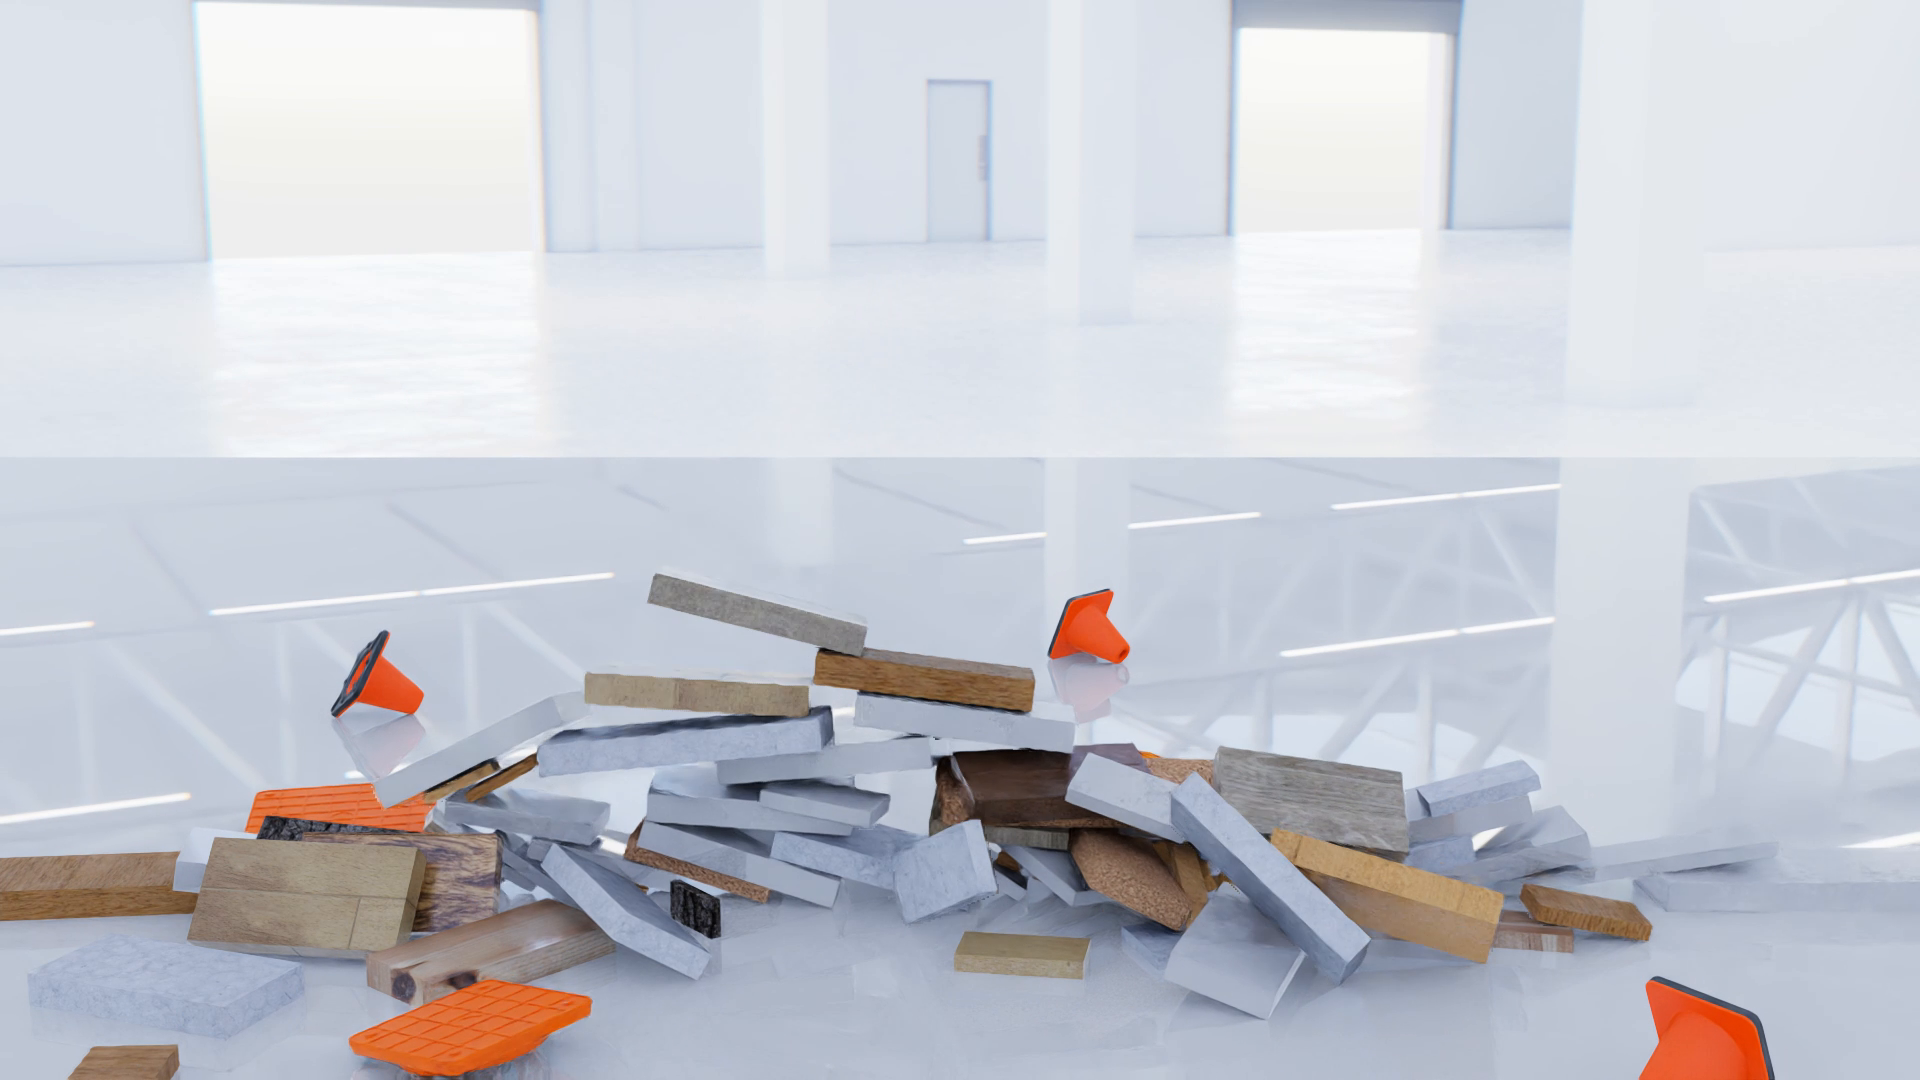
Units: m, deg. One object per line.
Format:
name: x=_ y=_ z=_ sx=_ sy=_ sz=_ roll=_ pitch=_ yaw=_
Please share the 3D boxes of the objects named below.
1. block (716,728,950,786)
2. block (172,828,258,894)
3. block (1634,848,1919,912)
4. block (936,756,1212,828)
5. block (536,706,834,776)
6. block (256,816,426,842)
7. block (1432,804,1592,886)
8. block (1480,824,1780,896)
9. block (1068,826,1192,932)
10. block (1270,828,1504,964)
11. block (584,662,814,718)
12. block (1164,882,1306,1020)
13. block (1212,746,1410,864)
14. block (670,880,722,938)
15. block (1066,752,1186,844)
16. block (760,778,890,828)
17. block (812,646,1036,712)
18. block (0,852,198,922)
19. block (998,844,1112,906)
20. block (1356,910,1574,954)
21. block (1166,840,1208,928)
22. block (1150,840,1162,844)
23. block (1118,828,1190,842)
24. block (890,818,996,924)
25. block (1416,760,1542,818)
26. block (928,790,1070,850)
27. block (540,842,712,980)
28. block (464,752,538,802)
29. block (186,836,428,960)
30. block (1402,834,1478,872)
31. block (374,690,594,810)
block: x=-0.208 y=0.352 z=3.640 sx=0.355 sy=0.050 sz=0.178 roll=-5 pitch=3 yaw=10
block: x=-1.096 y=0.543 z=3.621 sx=0.350 sy=0.050 sz=0.175 roll=8 pitch=9 yaw=-12
block: x=1.607 y=0.565 z=3.669 sx=0.914 sy=0.049 sz=0.175 roll=0 pitch=11 yaw=-1
block: x=0.210 y=0.414 z=3.622 sx=0.489 sy=0.044 sz=0.154 roll=1 pitch=23 yaw=-6
block: x=-0.444 y=0.327 z=3.594 sx=0.456 sy=0.050 sz=0.178 roll=-6 pitch=3 yaw=4
block: x=-0.993 y=0.514 z=3.614 sx=0.311 sy=0.044 sz=0.155 roll=8 pitch=9 yaw=-12
block: x=0.876 y=0.524 z=3.667 sx=0.311 sy=0.044 sz=0.156 roll=-15 pitch=10 yaw=2
block: x=1.081 y=0.538 z=3.664 sx=0.539 sy=0.026 sz=0.092 roll=-8 pitch=11 yaw=1
block: x=0.251 y=0.510 z=3.643 sx=0.161 sy=0.046 sz=0.510 roll=28 pitch=5 yaw=-10
block: x=0.640 y=0.541 z=3.342 sx=0.349 sy=0.049 sz=0.175 roll=15 pitch=-26 yaw=15
block: x=-0.424 y=0.244 z=3.606 sx=0.357 sy=0.051 sz=0.179 roll=4 pitch=2 yaw=-2
block: x=0.428 y=0.613 z=3.310 sx=0.161 sy=0.046 sz=0.321 roll=19 pitch=16 yaw=16
block: x=0.566 y=0.431 z=3.562 sx=0.309 sy=0.044 sz=0.154 roll=8 pitch=51 yaw=-6
block: x=-0.422 y=0.588 z=3.509 sx=0.017 sy=0.062 sz=0.123 roll=-8 pitch=13 yaw=-38
block: x=0.275 y=0.406 z=3.465 sx=0.196 sy=0.028 sz=0.098 roll=19 pitch=36 yaw=15
block: x=-0.219 y=0.422 z=3.569 sx=0.190 sy=0.027 sz=0.095 roll=9 pitch=13 yaw=16
block: x=-0.058 y=0.226 z=3.647 sx=0.357 sy=0.051 sz=0.179 roll=7 pitch=3 yaw=0
block: x=-1.657 y=0.576 z=3.610 sx=0.885 sy=0.050 sz=0.175 roll=-1 pitch=11 yaw=-7
block: x=0.109 y=0.493 z=3.626 sx=0.095 sy=0.027 sz=0.377 roll=-1 pitch=23 yaw=-38
block: x=0.792 y=0.611 z=3.481 sx=0.339 sy=0.028 sz=0.098 roll=2 pitch=11 yaw=12
block: x=0.370 y=0.553 z=3.530 sx=0.047 sy=0.013 sz=0.444 roll=24 pitch=19 yaw=-11
block: x=0.360 y=0.546 z=3.847 sx=0.142 sy=0.020 sz=0.071 roll=1 pitch=11 yaw=7
block: x=0.350 y=0.472 z=3.660 sx=0.162 sy=0.020 sz=0.071 roll=4 pitch=23 yaw=13
block: x=-0.028 y=0.523 z=3.458 sx=0.032 sy=0.113 sz=0.226 roll=-3 pitch=-18 yaw=-35
block: x=0.853 y=0.409 z=3.622 sx=0.184 sy=0.026 sz=0.092 roll=-15 pitch=10 yaw=1
block: x=0.067 y=0.454 z=3.611 sx=0.226 sy=0.032 sz=0.113 roll=5 pitch=26 yaw=4
block: x=-0.524 y=0.574 z=3.419 sx=0.155 sy=0.044 sz=0.370 roll=33 pitch=-6 yaw=-28
block: x=-0.751 y=0.390 z=3.623 sx=0.123 sy=0.017 sz=0.062 roll=-28 pitch=5 yaw=15
block: x=-1.011 y=0.556 z=3.411 sx=0.336 sy=0.168 sz=0.048 roll=2 pitch=-28 yaw=9
block: x=0.687 y=0.529 z=3.665 sx=0.311 sy=0.044 sz=0.156 roll=-15 pitch=10 yaw=2
block: x=-0.792 y=0.348 z=3.666 sx=0.336 sy=0.048 sz=0.168 roll=-26 pitch=-4 yaw=7
